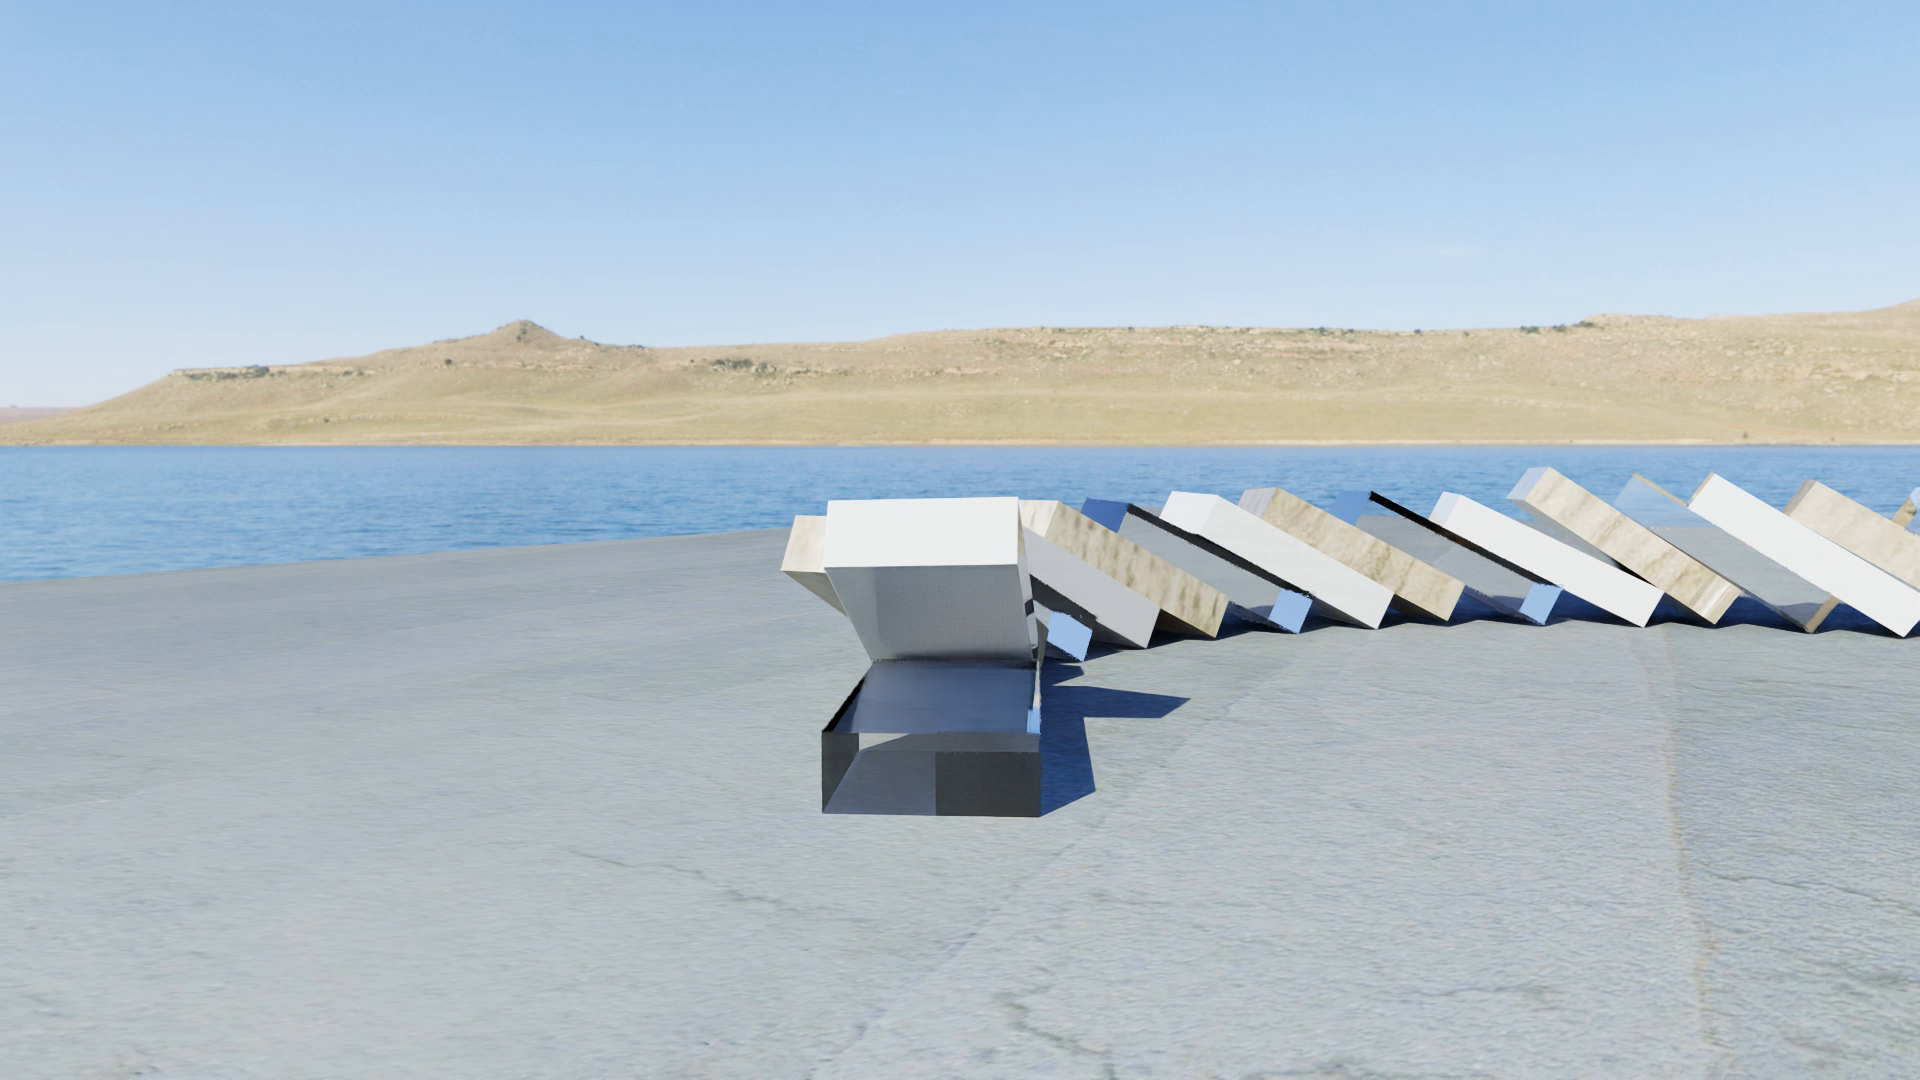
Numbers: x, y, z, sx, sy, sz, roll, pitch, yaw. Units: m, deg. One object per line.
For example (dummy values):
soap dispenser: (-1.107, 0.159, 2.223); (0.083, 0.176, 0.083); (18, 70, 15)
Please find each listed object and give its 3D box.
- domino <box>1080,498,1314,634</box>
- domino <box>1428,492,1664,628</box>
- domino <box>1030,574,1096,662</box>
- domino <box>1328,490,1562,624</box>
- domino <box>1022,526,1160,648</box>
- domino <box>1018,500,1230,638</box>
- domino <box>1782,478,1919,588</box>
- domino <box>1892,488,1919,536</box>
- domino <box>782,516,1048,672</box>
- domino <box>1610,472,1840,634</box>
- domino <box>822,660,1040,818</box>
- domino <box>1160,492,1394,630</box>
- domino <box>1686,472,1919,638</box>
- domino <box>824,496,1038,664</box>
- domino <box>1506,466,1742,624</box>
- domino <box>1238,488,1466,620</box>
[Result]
domino: (0.053, 0.006, 0.293); (0.050, 0.009, 0.025); (25, -3, -17)
domino: (0.141, 0.004, 0.312); (0.050, 0.010, 0.025); (27, 9, 8)
domino: (0.001, 0.009, 0.244); (0.025, 0.009, 0.050); (4, -20, 44)
domino: (0.116, 0.004, 0.310); (0.050, 0.009, 0.025); (27, 2, -1)
domino: (0.015, 0.007, 0.263); (0.050, 0.009, 0.025); (29, -14, -34)
domino: (0.031, 0.006, 0.277); (0.050, 0.009, 0.025); (27, -11, -28)
domino: (0.213, 0.004, 0.288); (0.050, 0.009, 0.025); (37, 20, 22)
domino: (0.231, 0.006, 0.276); (0.050, 0.009, 0.025); (34, 19, 23)
domino: (-0.006, 0.011, 0.219); (0.025, 0.009, 0.050); (2, -22, 27)
domino: (0.181, 0.002, 0.306); (0.050, 0.009, 0.025); (38, 20, 21)
domino: (-0.002, 0.025, 0.172); (0.025, 0.009, 0.050); (0, 4, 3)
domino: (0.073, 0.004, 0.300); (0.050, 0.009, 0.025); (27, -2, -14)
domino: (0.195, 0.002, 0.298); (0.050, 0.009, 0.025); (38, 20, 21)
domino: (-0.002, 0.009, 0.188); (0.025, 0.010, 0.050); (-1, -25, 6)
domino: (0.159, 0.001, 0.310); (0.050, 0.009, 0.025); (36, 10, 10)
domino: (0.092, 0.003, 0.308); (0.050, 0.009, 0.025); (27, -1, -4)
